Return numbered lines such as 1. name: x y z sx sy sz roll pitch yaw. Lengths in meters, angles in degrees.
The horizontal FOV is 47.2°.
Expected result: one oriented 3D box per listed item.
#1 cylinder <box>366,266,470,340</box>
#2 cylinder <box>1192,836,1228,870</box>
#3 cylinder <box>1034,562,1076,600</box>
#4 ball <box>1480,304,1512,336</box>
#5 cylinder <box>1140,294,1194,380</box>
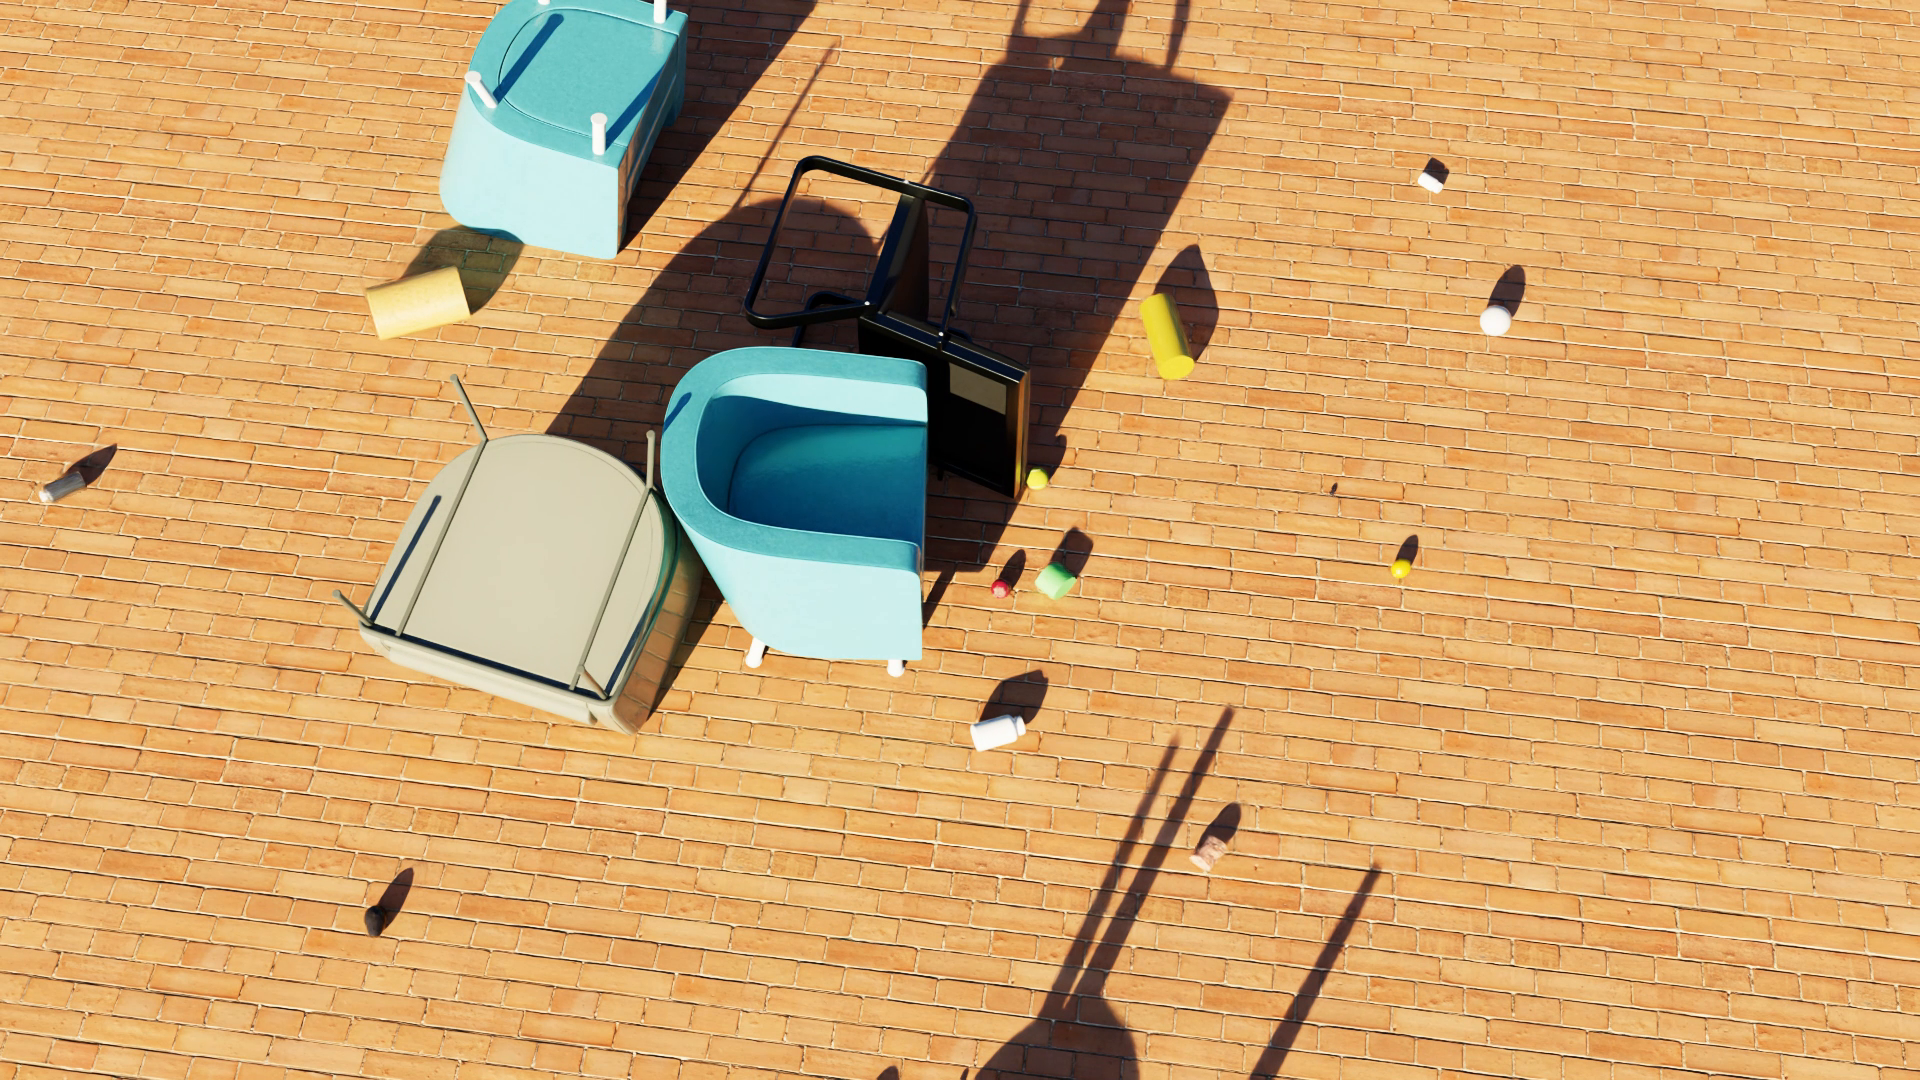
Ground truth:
1. cylinder: -1.722 -0.754 6.992 0.290 0.133 0.173 -16 91 -10
2. cylinder: 0.677 0.851 5.970 0.068 0.051 0.077 21 56 41
3. cylinder: 0.280 0.122 6.450 0.096 0.070 0.073 -36 61 -28
4. ball: 1.701 -0.697 6.982 0.099 0.099 0.099 0 56 0
5. cylinder: 0.651 -0.641 6.935 0.113 0.116 0.256 -2 55 -16
